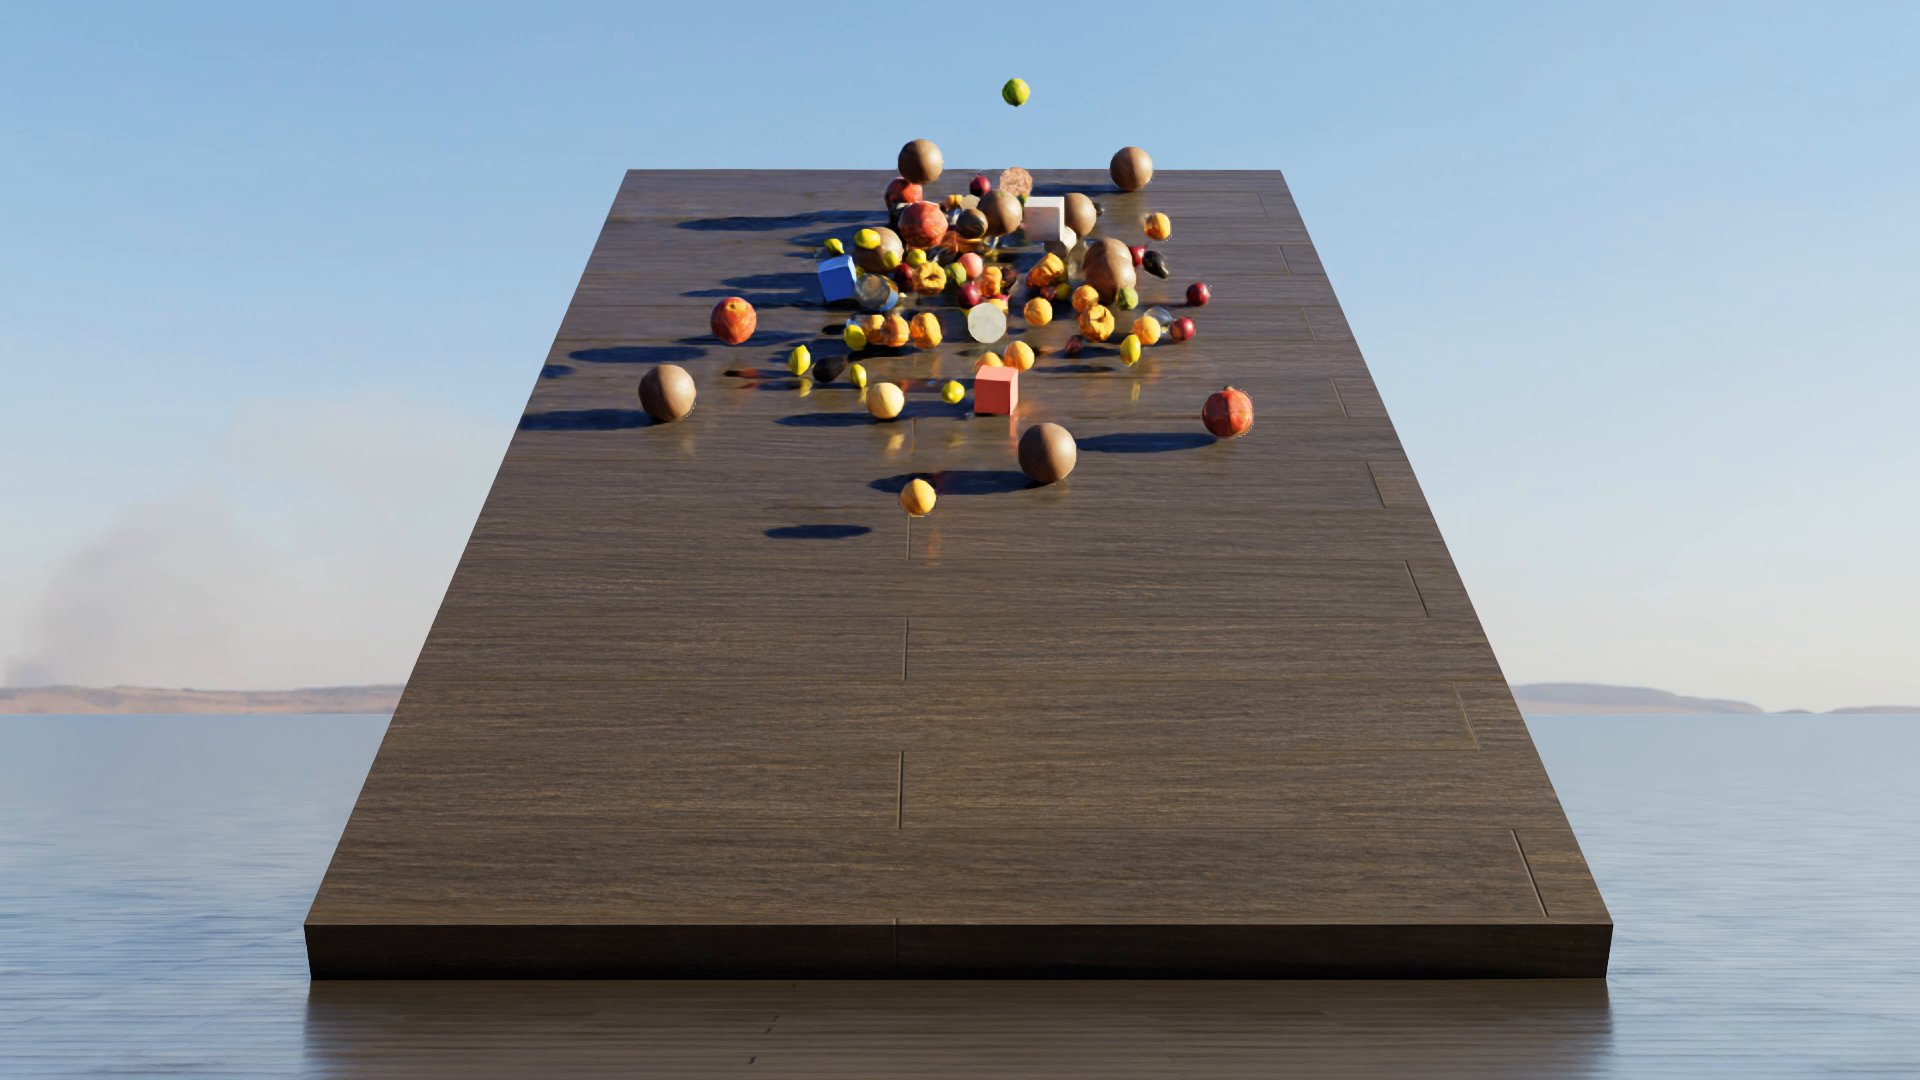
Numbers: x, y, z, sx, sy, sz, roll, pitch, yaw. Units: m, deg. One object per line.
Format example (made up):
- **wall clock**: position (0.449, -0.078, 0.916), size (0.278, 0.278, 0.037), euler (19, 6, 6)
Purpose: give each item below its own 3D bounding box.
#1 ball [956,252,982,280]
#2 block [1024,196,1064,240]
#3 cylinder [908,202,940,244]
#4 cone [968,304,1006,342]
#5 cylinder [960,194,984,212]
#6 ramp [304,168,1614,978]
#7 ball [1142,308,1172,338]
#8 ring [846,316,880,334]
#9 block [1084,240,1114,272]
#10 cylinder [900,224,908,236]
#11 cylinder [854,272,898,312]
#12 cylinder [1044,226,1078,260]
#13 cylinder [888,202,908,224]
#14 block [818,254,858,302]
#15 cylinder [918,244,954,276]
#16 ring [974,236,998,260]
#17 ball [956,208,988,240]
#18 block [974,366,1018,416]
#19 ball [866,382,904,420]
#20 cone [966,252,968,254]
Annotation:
- **ball**: position (0.025, -0.731, 6.266), size (0.070, 0.070, 0.070), euler (0, -4, 0)
- **block**: position (0.226, -0.863, 6.302), size (0.095, 0.095, 0.095), euler (1, 24, 10)
- **cylinder**: position (-0.101, -0.888, 6.565), size (0.092, 0.092, 0.092), euler (1, 27, 0)
- **cone**: position (0.054, -0.538, 5.891), size (0.100, 0.100, 0.100), euler (1, -2, -14)
- **cylinder**: position (0.032, -0.924, 6.591), size (0.065, 0.065, 0.065), euler (0, -27, -2)
- **ramp**: position (-0.009, -0.229, 5.411), size (2.000, 0.100, 4.000), euler (0, 26, 0)
- **ball**: position (0.493, -0.545, 5.872), size (0.075, 0.075, 0.075), euler (0, -4, 0)
- **ring**: position (-0.244, -0.544, 5.922), size (0.084, 0.028, 0.084), euler (1, 27, 0)
- **block**: position (0.373, -0.768, 6.347), size (0.069, 0.069, 0.069), euler (-2, 26, -5)
- **cylinder**: position (-0.140, -0.873, 6.639), size (0.060, 0.060, 0.060), euler (-7, 2, 0)
- **cylinder**: position (-0.208, -0.616, 5.843), size (0.088, 0.088, 0.088), euler (-1, -1, 15)
- **cylinder**: position (0.275, -0.814, 6.430), size (0.069, 0.069, 0.069), euler (-3, 30, 33)
- **cylinder**: position (-0.171, -0.917, 6.589), size (0.054, 0.054, 0.054), euler (9, -2, 0)
- **block**: position (-0.317, -0.682, 6.119), size (0.084, 0.084, 0.084), euler (-14, 26, 7)
- **cylinder**: position (-0.063, -0.753, 6.309), size (0.070, 0.070, 0.070), euler (3, 22, -35)
- **ring**: position (0.069, -0.797, 6.404), size (0.027, 0.080, 0.080), euler (46, -28, -24)
- **ball**: position (0.032, -0.859, 6.383), size (0.086, 0.086, 0.086), euler (0, -4, 0)
- **block**: position (0.084, -0.347, 5.445), size (0.085, 0.085, 0.085), euler (5, 26, 10)
- **ball**: position (-0.172, -0.319, 5.382), size (0.086, 0.086, 0.086), euler (0, -4, 0)
- **cone**: position (0.032, -0.736, 6.327), size (0.059, 0.059, 0.059), euler (41, 9, 17)
